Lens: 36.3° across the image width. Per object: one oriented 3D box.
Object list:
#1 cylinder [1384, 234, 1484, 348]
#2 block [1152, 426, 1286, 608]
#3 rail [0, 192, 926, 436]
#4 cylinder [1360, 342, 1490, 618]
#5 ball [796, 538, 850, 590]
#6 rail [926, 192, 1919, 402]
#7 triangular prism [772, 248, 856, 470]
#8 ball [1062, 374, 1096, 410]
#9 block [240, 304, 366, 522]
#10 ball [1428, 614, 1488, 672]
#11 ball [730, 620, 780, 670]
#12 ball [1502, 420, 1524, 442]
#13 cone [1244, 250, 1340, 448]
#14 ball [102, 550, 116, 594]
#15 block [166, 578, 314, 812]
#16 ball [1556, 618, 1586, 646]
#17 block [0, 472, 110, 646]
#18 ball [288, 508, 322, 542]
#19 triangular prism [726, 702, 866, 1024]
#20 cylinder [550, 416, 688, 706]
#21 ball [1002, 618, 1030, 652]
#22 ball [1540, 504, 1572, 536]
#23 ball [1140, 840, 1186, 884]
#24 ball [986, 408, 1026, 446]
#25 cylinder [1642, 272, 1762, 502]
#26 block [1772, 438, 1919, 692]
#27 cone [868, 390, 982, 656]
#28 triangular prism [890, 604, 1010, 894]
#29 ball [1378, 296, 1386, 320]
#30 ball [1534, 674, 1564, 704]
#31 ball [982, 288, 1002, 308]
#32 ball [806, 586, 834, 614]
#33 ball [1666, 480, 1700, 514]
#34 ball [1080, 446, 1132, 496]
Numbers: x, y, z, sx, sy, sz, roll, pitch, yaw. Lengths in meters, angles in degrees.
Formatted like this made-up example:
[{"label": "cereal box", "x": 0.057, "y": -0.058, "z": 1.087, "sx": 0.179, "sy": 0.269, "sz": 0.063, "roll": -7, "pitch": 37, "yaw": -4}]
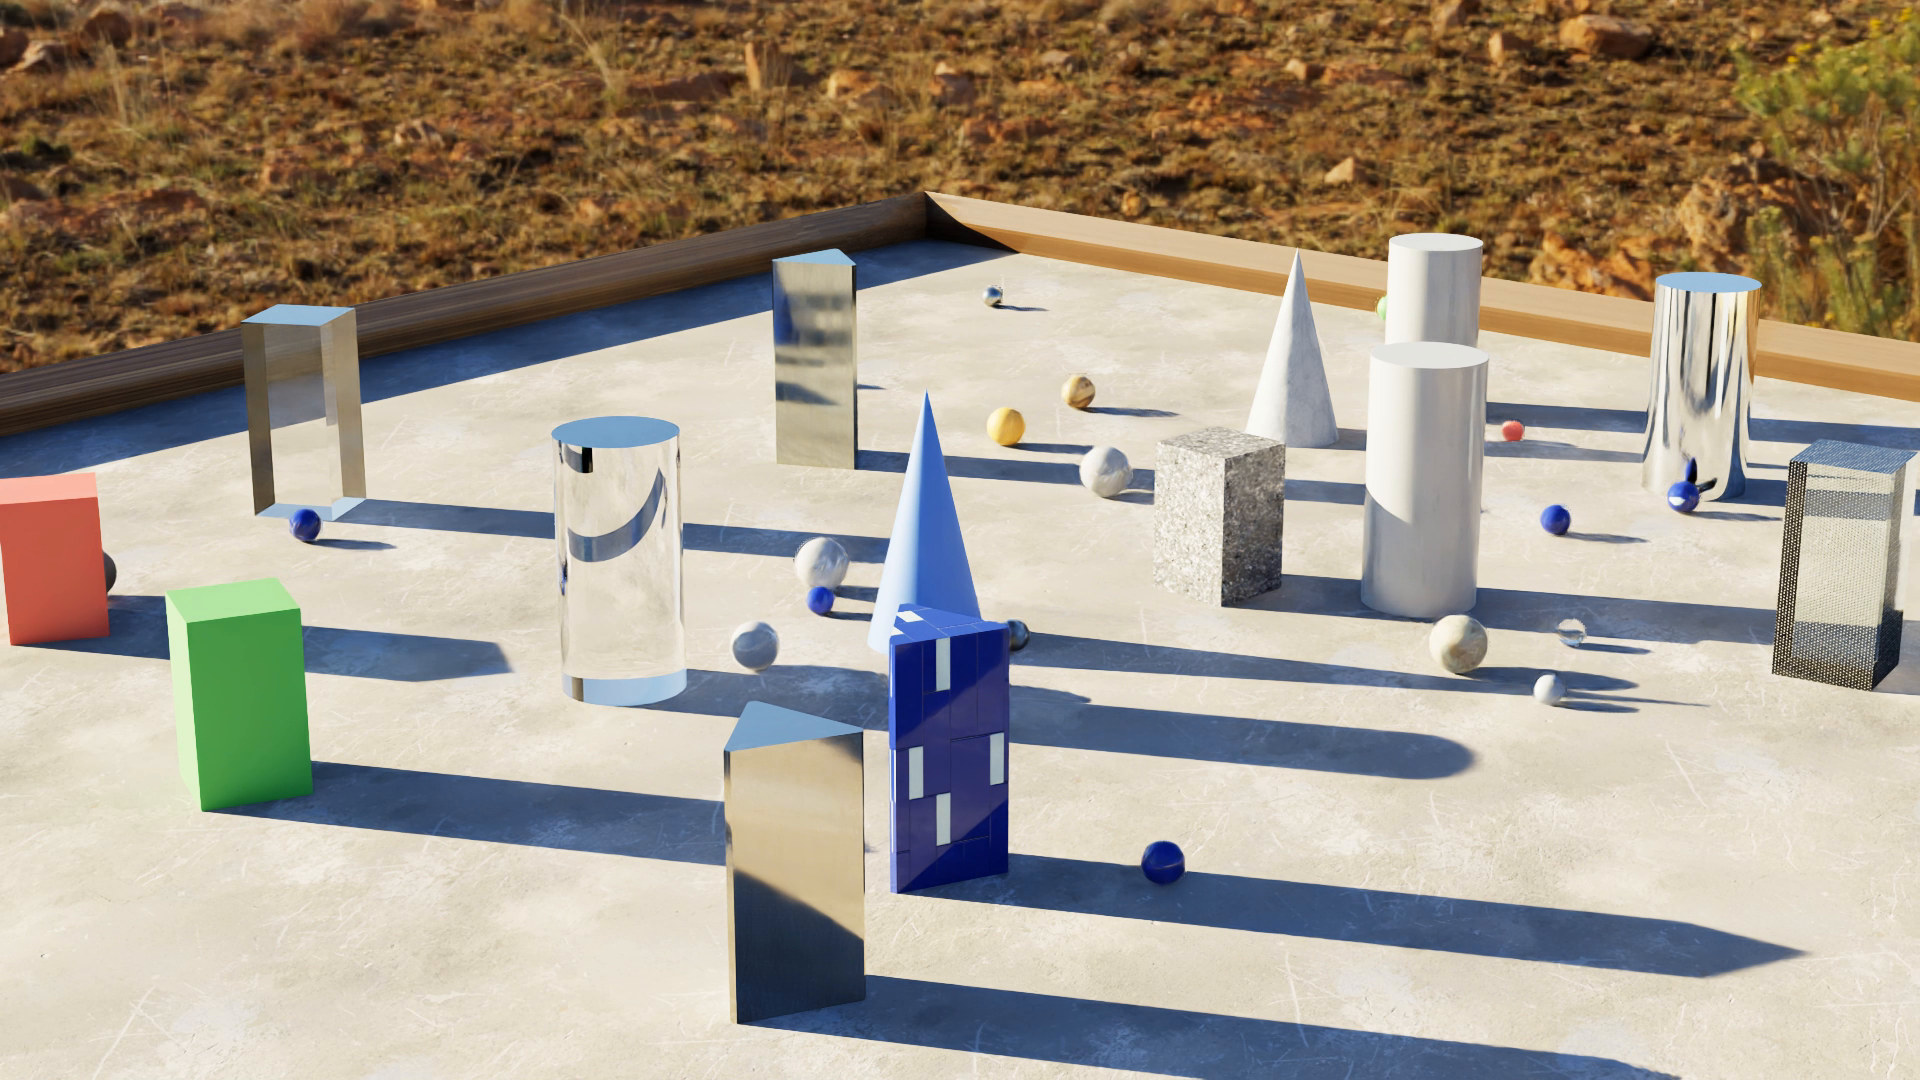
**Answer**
[{"label": "cylinder", "x": 1.023, "y": -0.463, "z": 6.353, "sx": 0.200, "sy": 0.370, "sz": 0.200, "roll": 0, "pitch": 17, "yaw": 0}, {"label": "block", "x": 0.454, "y": -0.043, "z": 5.140, "sx": 0.160, "sy": 0.265, "sz": 0.160, "roll": -15, "pitch": 22, "yaw": -41}, {"label": "rail", "x": -1.676, "y": -0.387, "z": 6.513, "sx": 0.045, "sy": 0.130, "sz": 4.865, "roll": 14, "pitch": 22, "yaw": 39}, {"label": "cylinder", "x": 0.799, "y": -0.105, "z": 5.047, "sx": 0.200, "sy": 0.438, "sz": 0.200, "roll": 0, "pitch": 17, "yaw": 0}, {"label": "ball", "x": -0.241, "y": 0.043, "z": 5.151, "sx": 0.094, "sy": 0.094, "sz": 0.094, "roll": 0, "pitch": 17, "yaw": 0}, {"label": "rail", "x": 1.579, "y": -0.492, "z": 6.861, "sx": 4.485, "sy": 0.130, "sz": 0.045, "roll": 14, "pitch": 22, "yaw": 39}, {"label": "triangular prism", "x": -0.272, "y": -0.371, "z": 5.962, "sx": 0.173, "sy": 0.420, "sz": 0.150, "roll": 5, "pitch": 17, "yaw": 15}, {"label": "ball", "x": 0.258, "y": -0.323, "z": 6.400, "sx": 0.075, "sy": 0.075, "sz": 0.075, "roll": 0, "pitch": 17, "yaw": 0}, {"label": "block", "x": -1.254, "y": -0.245, "z": 5.612, "sx": 0.160, "sy": 0.380, "sz": 0.160, "roll": 4, "pitch": 17, "yaw": 12}, {"label": "ball", "x": 0.806, "y": 0.167, "z": 4.737, "sx": 0.095, "sy": 0.095, "sz": 0.095, "roll": 0, "pitch": 17, "yaw": 0}, {"label": "ball", "x": -0.331, "y": 0.171, "z": 4.749, "sx": 0.081, "sy": 0.081, "sz": 0.081, "roll": 0, "pitch": 17, "yaw": 0}, {"label": "ball", "x": 1.156, "y": -0.228, "z": 6.135, "sx": 0.045, "sy": 0.045, "sz": 0.045, "roll": 0, "pitch": 17, "yaw": 0}, {"label": "cone", "x": 0.700, "y": -0.413, "z": 6.130, "sx": 0.200, "sy": 0.403, "sz": 0.200, "roll": 0, "pitch": 17, "yaw": 0}, {"label": "ball", "x": -1.516, "y": 0.058, "z": 5.103, "sx": 0.092, "sy": 0.092, "sz": 0.092, "roll": 0, "pitch": 17, "yaw": 0}, {"label": "block", "x": -1.041, "y": 0.221, "z": 4.233, "sx": 0.160, "sy": 0.283, "sz": 0.160, "roll": -8, "pitch": 18, "yaw": -24}, {"label": "ball", "x": 1.014, "y": 0.153, "z": 4.867, "sx": 0.046, "sy": 0.046, "sz": 0.046, "roll": 0, "pitch": 17, "yaw": 0}, {"label": "block", "x": -1.526, "y": 0.030, "z": 4.935, "sx": 0.160, "sy": 0.244, "sz": 0.160, "roll": -5, "pitch": 18, "yaw": -17}, {"label": "ball", "x": -1.216, "y": -0.028, "z": 5.443, "sx": 0.061, "sy": 0.061, "sz": 0.061, "roll": 0, "pitch": 17, "yaw": 0}, {"label": "triangular prism", "x": -0.224, "y": 0.384, "z": 3.574, "sx": 0.173, "sy": 0.350, "sz": 0.150, "roll": -7, "pitch": 18, "yaw": -23}, {"label": "cylinder", "x": -0.536, "y": 0.031, "z": 4.628, "sx": 0.200, "sy": 0.418, "sz": 0.200, "roll": 0, "pitch": 17, "yaw": 0}, {"label": "ball", "x": 0.088, "y": 0.157, "z": 4.839, "sx": 0.055, "sy": 0.055, "sz": 0.055, "roll": 0, "pitch": 17, "yaw": 0}, {"label": "ball", "x": 1.114, "y": -0.038, "z": 5.483, "sx": 0.058, "sy": 0.058, "sz": 0.058, "roll": 0, "pitch": 17, "yaw": 0}, {"label": "ball", "x": 0.272, "y": 0.431, "z": 3.921, "sx": 0.060, "sy": 0.060, "sz": 0.060, "roll": 0, "pitch": 17, "yaw": 0}, {"label": "ball", "x": 0.096, "y": -0.236, "z": 6.104, "sx": 0.079, "sy": 0.079, "sz": 0.079, "roll": 0, "pitch": 17, "yaw": 0}, {"label": "cylinder", "x": 1.451, "y": -0.302, "z": 5.743, "sx": 0.200, "sy": 0.413, "sz": 0.200, "roll": 0, "pitch": 17, "yaw": 0}, {"label": "block", "x": 1.421, "y": 0.038, "z": 4.709, "sx": 0.160, "sy": 0.358, "sz": 0.160, "roll": 10, "pitch": 20, "yaw": 31}, {"label": "cone", "x": -0.055, "y": -0.041, "z": 4.837, "sx": 0.200, "sy": 0.436, "sz": 0.200, "roll": 0, "pitch": 17, "yaw": 0}, {"label": "triangular prism", "x": -0.044, "y": 0.272, "z": 3.948, "sx": 0.173, "sy": 0.349, "sz": 0.150, "roll": -8, "pitch": 18, "yaw": -25}, {"label": "ball", "x": 1.064, "y": -0.573, "z": 7.249, "sx": 0.063, "sy": 0.063, "sz": 0.063, "roll": 0, "pitch": 17, "yaw": 0}, {"label": "ball", "x": 0.925, "y": 0.234, "z": 4.597, "sx": 0.047, "sy": 0.047, "sz": 0.047, "roll": 0, "pitch": 17, "yaw": 0}, {"label": "ball", "x": 0.081, "y": -0.613, "z": 7.405, "sx": 0.050, "sy": 0.050, "sz": 0.050, "roll": 0, "pitch": 17, "yaw": 0}, {"label": "ball", "x": -0.240, "y": 0.104, "z": 5.027, "sx": 0.049, "sy": 0.049, "sz": 0.049, "roll": 0, "pitch": 17, "yaw": 0}, {"label": "ball", "x": 1.387, "y": -0.082, "z": 5.620, "sx": 0.063, "sy": 0.063, "sz": 0.063, "roll": 0, "pitch": 17, "yaw": 0}, {"label": "ball", "x": 0.285, "y": -0.135, "z": 5.730, "sx": 0.100, "sy": 0.100, "sz": 0.100, "roll": 0, "pitch": 17, "yaw": 0}]
